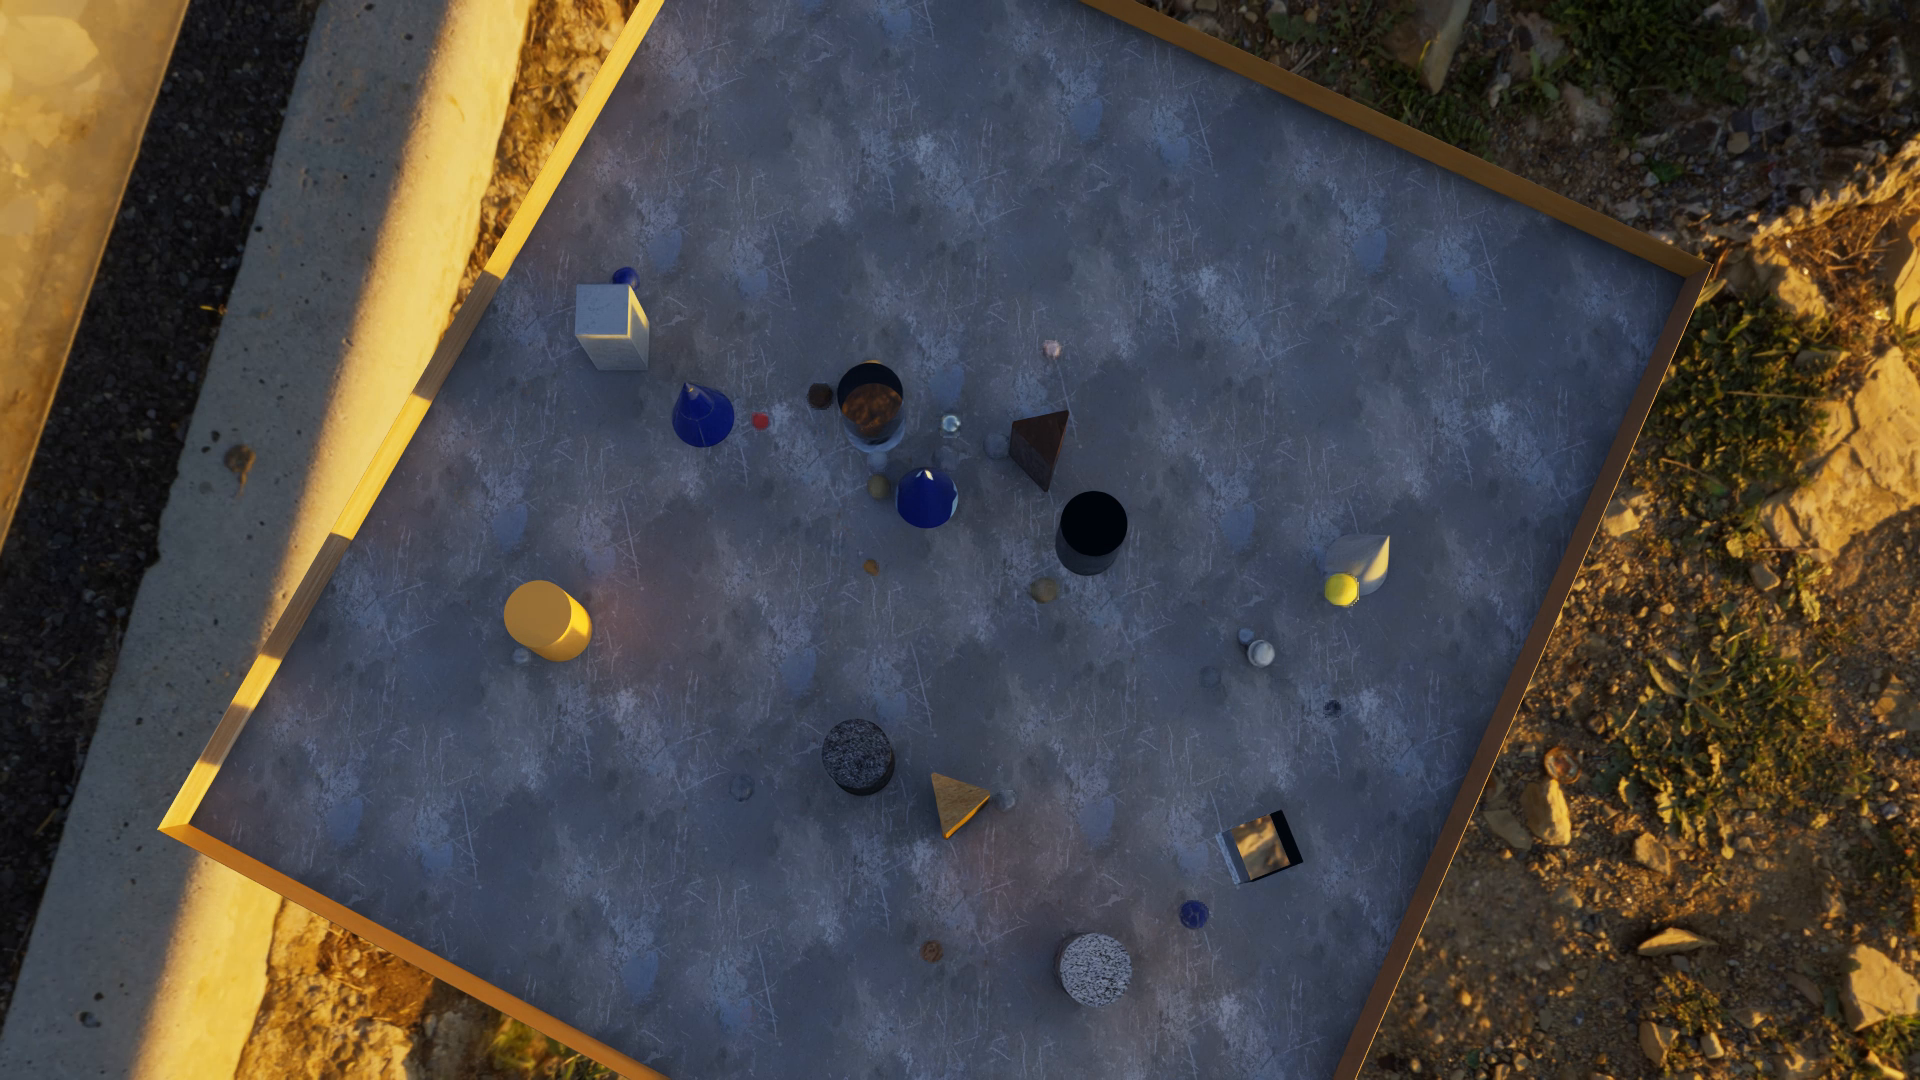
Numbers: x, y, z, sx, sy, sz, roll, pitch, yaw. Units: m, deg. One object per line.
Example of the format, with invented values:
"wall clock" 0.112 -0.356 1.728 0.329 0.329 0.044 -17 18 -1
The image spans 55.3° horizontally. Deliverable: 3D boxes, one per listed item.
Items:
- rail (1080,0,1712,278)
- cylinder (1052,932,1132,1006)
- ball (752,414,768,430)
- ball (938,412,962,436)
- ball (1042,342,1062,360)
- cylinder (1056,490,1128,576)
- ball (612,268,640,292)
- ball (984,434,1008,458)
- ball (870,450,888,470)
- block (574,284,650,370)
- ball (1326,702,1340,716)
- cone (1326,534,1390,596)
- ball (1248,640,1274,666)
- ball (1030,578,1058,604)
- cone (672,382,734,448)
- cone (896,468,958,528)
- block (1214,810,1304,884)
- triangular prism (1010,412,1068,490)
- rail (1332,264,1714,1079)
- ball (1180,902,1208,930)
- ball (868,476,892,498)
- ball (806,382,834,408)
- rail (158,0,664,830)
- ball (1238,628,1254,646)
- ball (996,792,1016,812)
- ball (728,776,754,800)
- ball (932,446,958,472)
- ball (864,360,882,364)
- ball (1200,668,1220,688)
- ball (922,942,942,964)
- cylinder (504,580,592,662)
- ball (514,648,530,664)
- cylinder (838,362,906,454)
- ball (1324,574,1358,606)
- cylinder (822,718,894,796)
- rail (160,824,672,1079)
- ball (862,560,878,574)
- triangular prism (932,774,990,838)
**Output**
"rail" 0.801 -1.562 5.874 3.395 0.126 0.045 26 80 5
"cylinder" 0.368 1.204 5.156 0.195 0.414 0.195 0 78 0
"ball" -0.617 -0.367 5.666 0.051 0.051 0.051 0 78 0
"ball" -0.030 -0.356 5.653 0.073 0.073 0.073 0 78 0
"ball" 0.287 -0.590 5.709 0.058 0.058 0.058 0 78 0
"cylinder" 0.389 -0.017 5.463 0.195 0.308 0.195 0 78 0
"ball" -1.048 -0.811 5.742 0.084 0.084 0.084 0 78 0
"ball" 0.112 -0.290 5.633 0.076 0.076 0.076 0 78 0
"ball" -0.250 -0.246 5.638 0.057 0.057 0.057 0 78 0
"block" -1.053 -0.642 5.567 0.156 0.357 0.156 0 78 0
"ball" 1.116 0.507 5.490 0.042 0.042 0.042 0 78 0
"cone" 1.212 0.031 5.388 0.195 0.435 0.195 0 78 0
"ball" 0.904 0.341 5.505 0.079 0.079 0.079 0 78 0
"ball" 0.253 0.154 5.543 0.082 0.082 0.082 0 78 0
"cone" -0.798 -0.420 5.507 0.195 0.385 0.195 0 78 0
"cone" -0.103 -0.167 5.468 0.195 0.359 0.195 0 78 0
"block" 0.856 0.885 5.267 0.156 0.325 0.156 -20 79 -4
"triangular prism" 0.263 -0.292 5.497 0.146 0.352 0.169 -42 81 -8
"rail" 1.497 0.740 5.398 0.045 0.126 3.629 26 80 5
"ball" 0.682 1.096 5.349 0.080 0.080 0.080 0 78 0
"ball" -0.246 -0.162 5.613 0.072 0.072 0.072 0 78 0
"ball" -0.433 -0.449 5.671 0.085 0.085 0.085 0 78 0
"rail" -1.497 -0.726 5.701 0.045 0.126 3.629 26 80 5
"ball" 0.864 0.293 5.531 0.049 0.049 0.049 0 78 0
"ball" 0.134 0.774 5.426 0.059 0.059 0.059 0 78 0
"ball" -0.648 0.735 5.426 0.075 0.075 0.075 0 78 0
"ball" -0.049 -0.251 5.619 0.080 0.080 0.080 0 78 0
"ball" -0.269 -0.512 5.676 0.091 0.091 0.091 0 78 0
"ball" 0.751 0.413 5.500 0.061 0.061 0.061 0 78 0
"ball" -0.081 1.200 5.336 0.063 0.063 0.063 0 78 0
"cylinder" -1.213 0.242 5.412 0.195 0.302 0.195 0 78 0
"ball" -1.321 0.350 5.520 0.048 0.048 0.048 0 78 0
"cylinder" -0.264 -0.395 5.534 0.195 0.321 0.195 0 78 0
"ball" 1.136 0.149 5.469 0.097 0.097 0.097 0 78 0
"cylinder" -0.292 0.633 5.315 0.195 0.333 0.195 0 78 0
"rail" -0.801 1.575 5.225 3.395 0.126 0.045 26 80 5
"ball" -0.274 0.081 5.577 0.044 0.044 0.044 0 78 0
"triangular prism" -0.029 0.740 5.259 0.169 0.401 0.146 -41 81 -8
